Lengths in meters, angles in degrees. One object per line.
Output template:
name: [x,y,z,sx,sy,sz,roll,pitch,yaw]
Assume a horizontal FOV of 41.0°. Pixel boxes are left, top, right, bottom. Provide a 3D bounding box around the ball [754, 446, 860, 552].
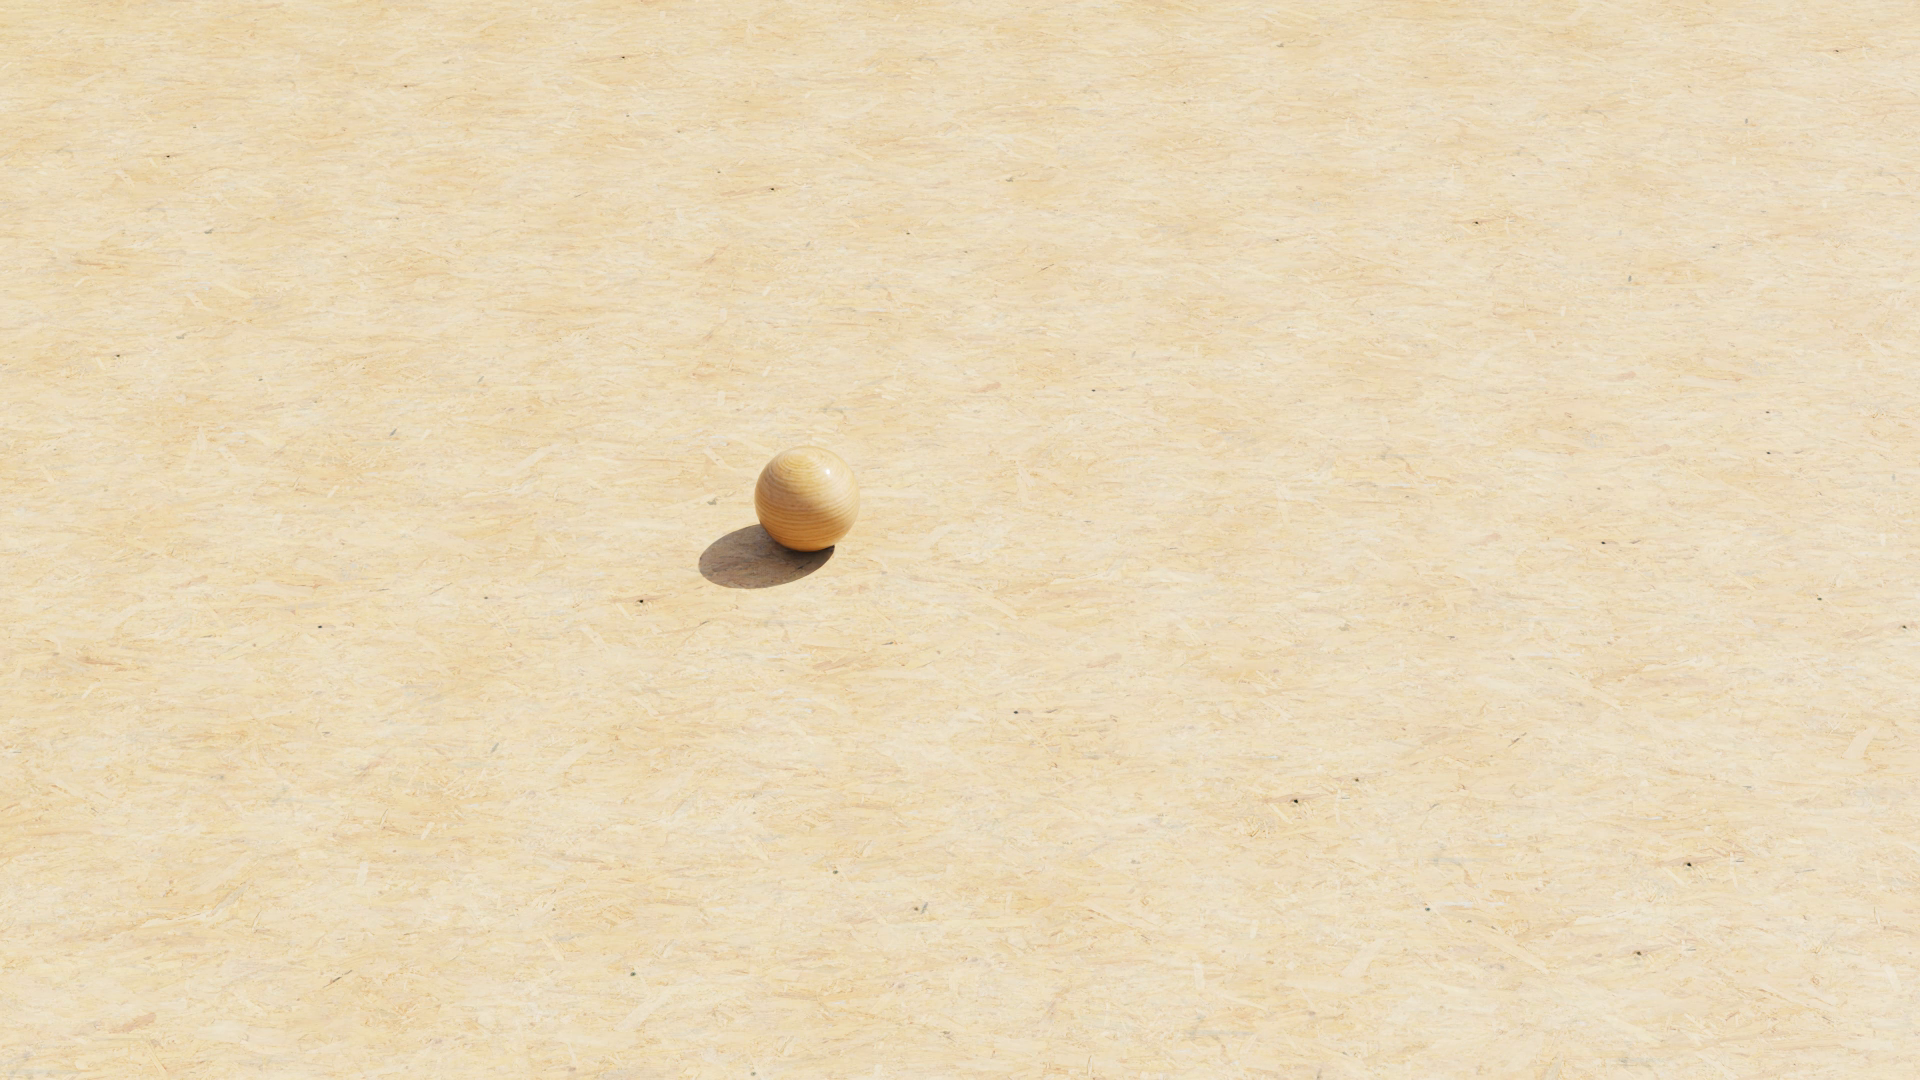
ball: [-0.100,-0.027,1.684,0.070,0.070,0.070,0,36,0]
